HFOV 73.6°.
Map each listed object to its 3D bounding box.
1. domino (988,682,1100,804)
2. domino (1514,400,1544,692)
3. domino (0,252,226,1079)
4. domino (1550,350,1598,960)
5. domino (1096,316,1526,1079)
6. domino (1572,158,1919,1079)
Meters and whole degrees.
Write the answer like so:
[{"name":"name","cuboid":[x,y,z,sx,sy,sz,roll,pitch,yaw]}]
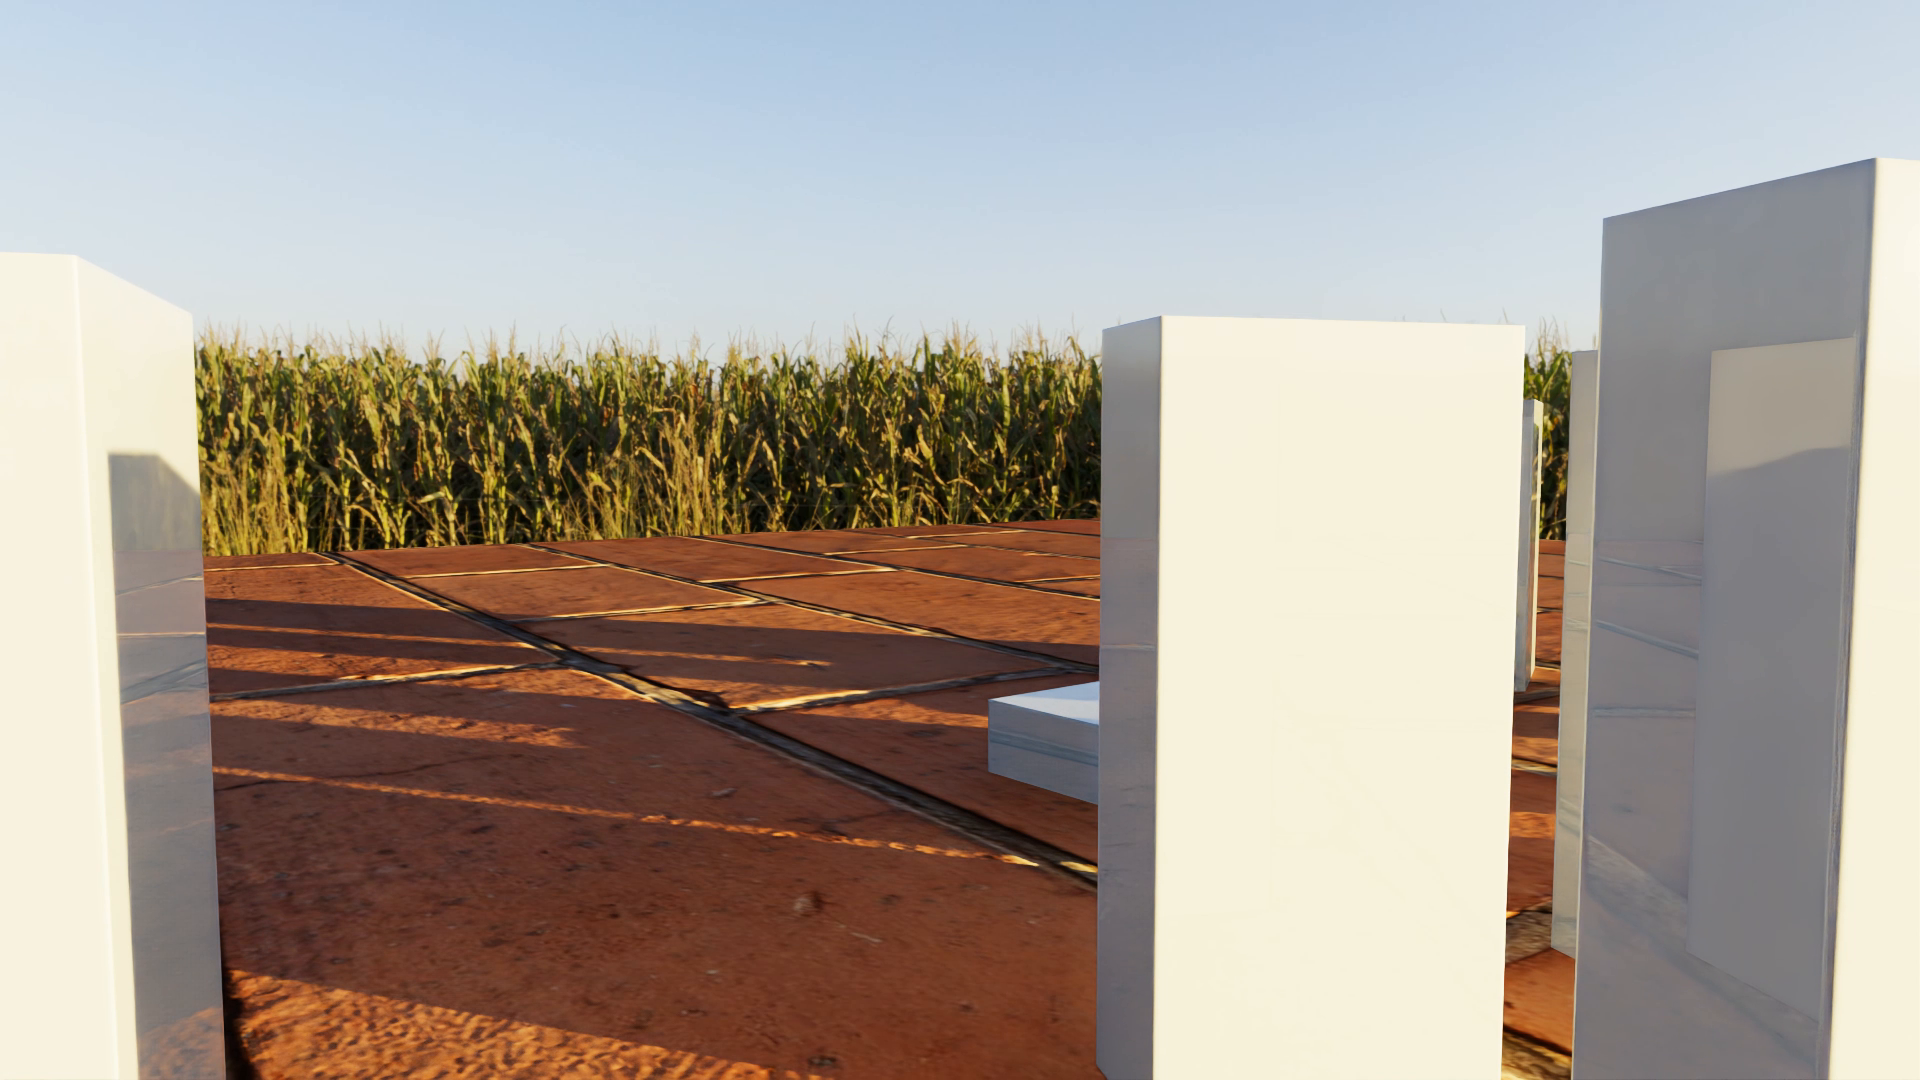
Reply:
[{"name":"domino","cuboid":[0.029,0.026,0.155,0.025,0.009,0.050,-3,6,-39]},{"name":"domino","cuboid":[0.098,0.000,0.231,0.009,0.050,0.025,2,5,27]},{"name":"domino","cuboid":[-0.044,0.013,0.063,0.010,0.050,0.025,-2,5,-22]},{"name":"domino","cuboid":[0.058,0.010,0.096,0.010,0.050,0.025,-1,4,-18]},{"name":"domino","cuboid":[0.023,0.011,0.085,0.025,0.050,0.009,-1,4,-15]},{"name":"domino","cuboid":[0.035,0.014,0.043,0.025,0.050,0.009,-1,4,-16]}]
